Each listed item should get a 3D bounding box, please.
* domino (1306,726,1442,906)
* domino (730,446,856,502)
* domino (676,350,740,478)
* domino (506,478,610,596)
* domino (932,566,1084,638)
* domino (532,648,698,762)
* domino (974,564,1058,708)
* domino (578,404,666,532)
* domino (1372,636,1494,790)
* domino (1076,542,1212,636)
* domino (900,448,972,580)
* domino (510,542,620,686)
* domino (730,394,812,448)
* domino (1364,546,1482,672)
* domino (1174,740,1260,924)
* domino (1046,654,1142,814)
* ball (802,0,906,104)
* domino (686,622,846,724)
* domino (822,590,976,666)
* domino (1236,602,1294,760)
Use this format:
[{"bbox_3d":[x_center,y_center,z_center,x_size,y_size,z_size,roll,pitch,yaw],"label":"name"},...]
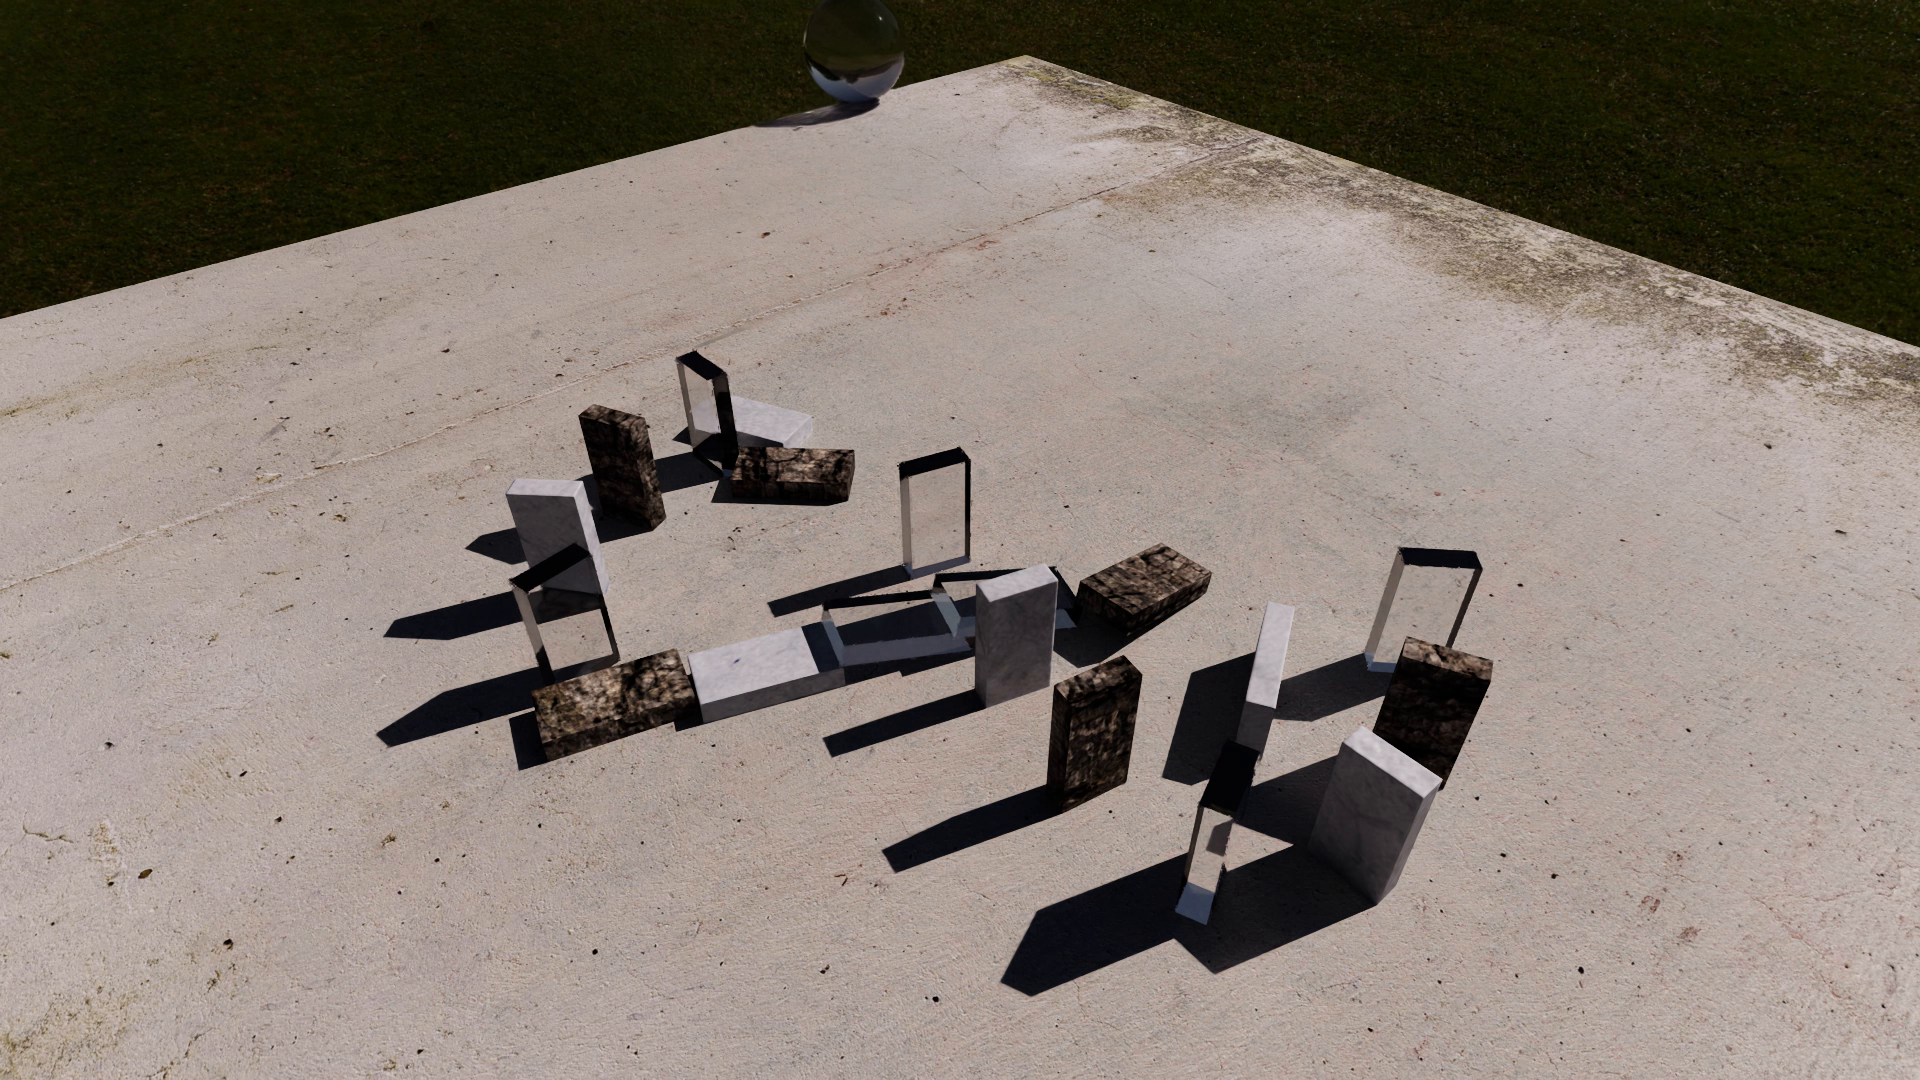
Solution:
[{"bbox_3d":[0.117,0.079,0.315,0.010,0.050,0.025,-29,47,-30],"label":"domino"},{"bbox_3d":[-0.072,-0.029,0.479,0.050,0.010,0.025,2,39,2],"label":"domino"},{"bbox_3d":[-0.109,-0.054,0.477,0.009,0.050,0.025,-30,48,-31],"label":"domino"},{"bbox_3d":[-0.149,0.000,0.411,0.025,0.050,0.009,2,39,3],"label":"domino"},{"bbox_3d":[0.017,0.022,0.407,0.050,0.009,0.025,-3,37,-25],"label":"domino"},{"bbox_3d":[-0.118,0.056,0.376,0.050,0.010,0.025,-16,42,-19],"label":"domino"},{"bbox_3d":[0.018,0.033,0.371,0.025,0.050,0.010,-16,42,-19],"label":"domino"},{"bbox_3d":[-0.137,-0.029,0.447,0.025,0.050,0.009,16,42,19],"label":"domino"},{"bbox_3d":[0.146,0.055,0.345,0.025,0.050,0.010,17,42,19],"label":"domino"},{"bbox_3d":[0.070,0.018,0.414,0.050,0.010,0.025,-21,43,-40],"label":"domino"},{"bbox_3d":[-0.009,-0.010,0.423,0.025,0.050,0.010,-16,42,-19],"label":"domino"},{"bbox_3d":[-0.134,0.028,0.377,0.009,0.050,0.025,28,47,30],"label":"domino"},{"bbox_3d":[-0.096,-0.053,0.508,0.050,0.009,0.025,16,42,18],"label":"domino"},{"bbox_3d":[0.159,0.025,0.381,0.025,0.050,0.009,3,39,4],"label":"domino"},{"bbox_3d":[0.072,0.083,0.310,0.010,0.050,0.025,18,43,21],"label":"domino"},{"bbox_3d":[0.041,0.060,0.338,0.025,0.050,0.009,-20,43,-23],"label":"domino"},{"bbox_3d":[-0.082,-0.382,0.854,0.080,0.080,0.080,0,39,0],"label":"ball"},{"bbox_3d":[-0.068,0.046,0.387,0.050,0.010,0.025,-13,41,-16],"label":"domino"},{"bbox_3d":[-0.022,0.031,0.398,0.050,0.009,0.025,-5,38,-23],"label":"domino"},{"bbox_3d":[0.104,0.047,0.374,0.010,0.025,0.050,13,41,15],"label":"domino"}]
